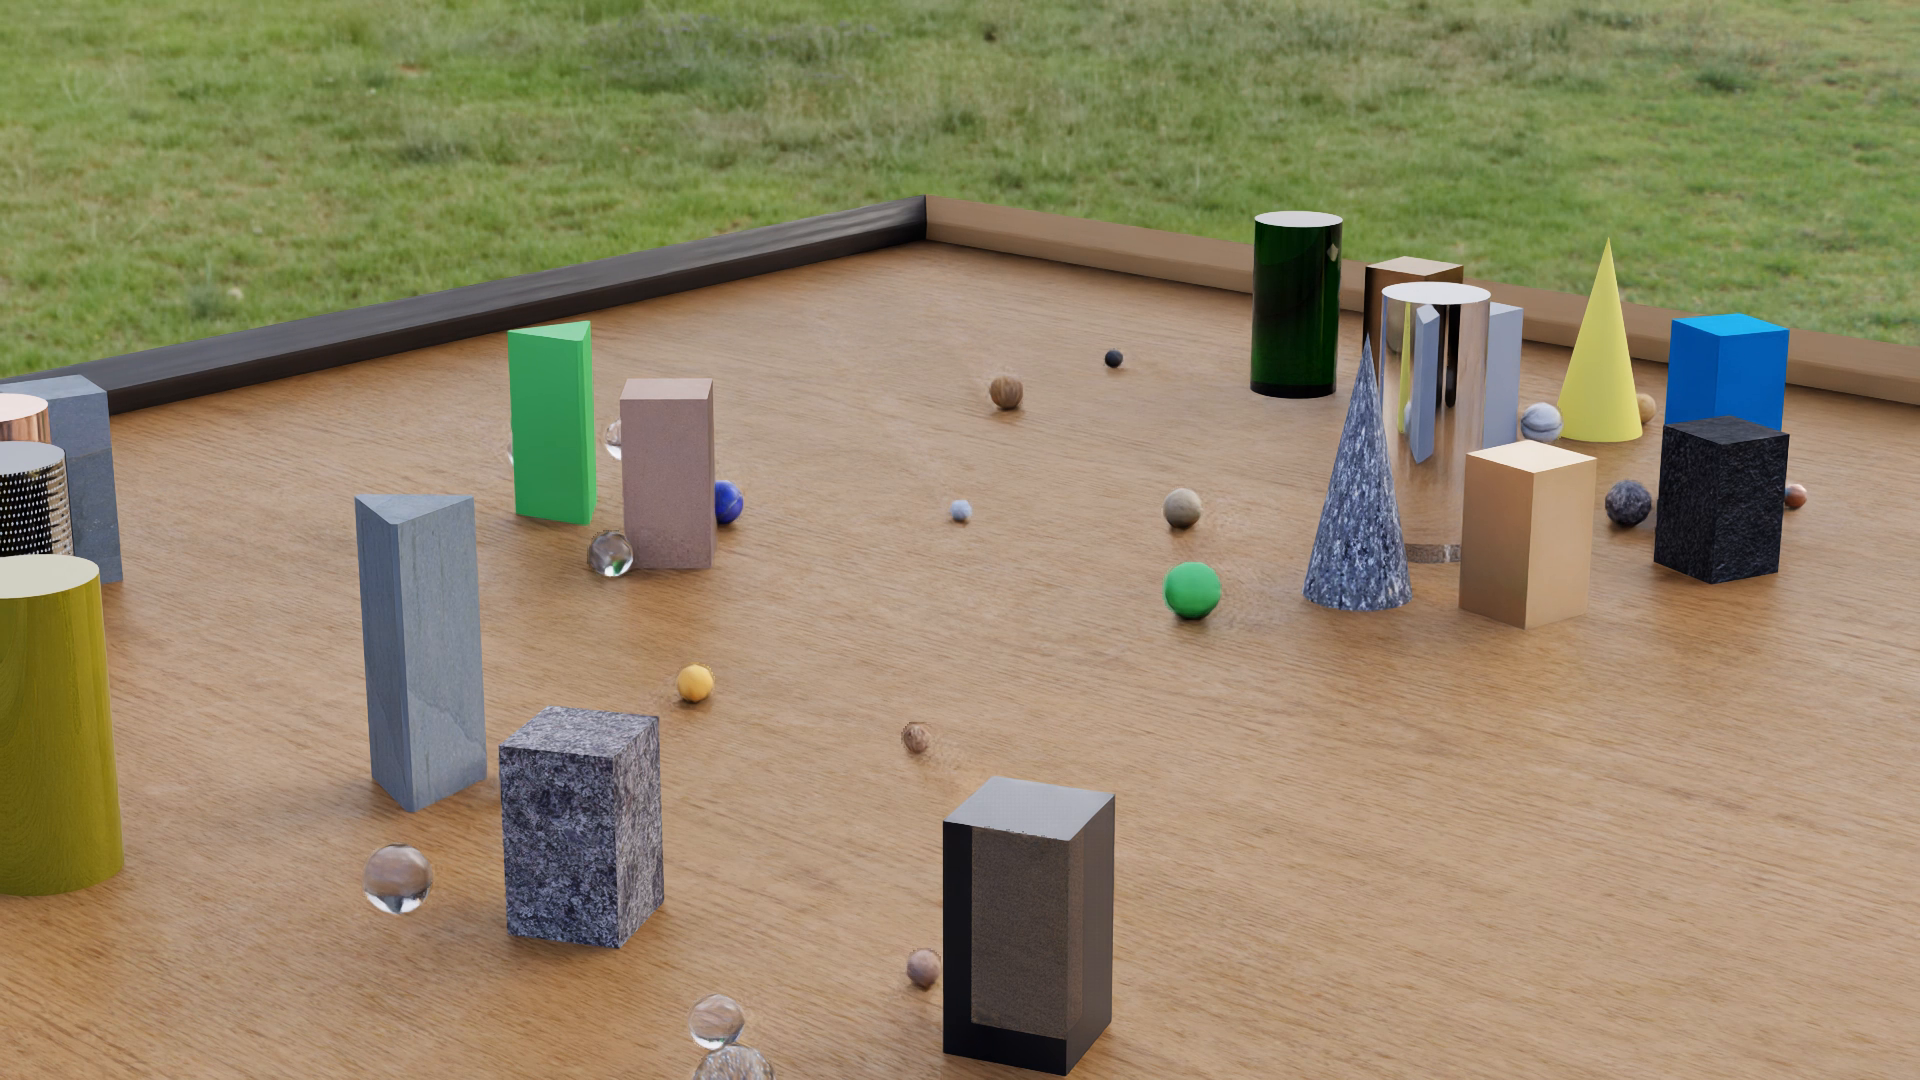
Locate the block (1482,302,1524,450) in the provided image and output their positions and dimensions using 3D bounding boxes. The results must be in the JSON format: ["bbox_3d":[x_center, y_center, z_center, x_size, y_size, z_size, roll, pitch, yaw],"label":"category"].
[{"bbox_3d":[1.047,-0.339,6.066,0.155,0.290,0.155,-14,22,-39],"label":"block"}]

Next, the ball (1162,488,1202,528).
[{"bbox_3d":[0.418,-0.060,5.513,0.075,0.075,0.075,0,17,0],"label":"ball"}]

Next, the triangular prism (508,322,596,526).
[{"bbox_3d":[-0.743,-0.229,5.586,0.167,0.357,0.145,9,19,27],"label":"triangular prism"}]

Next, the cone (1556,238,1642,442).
[{"bbox_3d":[1.348,-0.432,6.154,0.193,0.417,0.193,0,17,0],"label":"cone"}]

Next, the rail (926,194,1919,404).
[{"bbox_3d":[1.555,-0.486,6.835,4.416,0.125,0.045,14,22,39],"label":"rail"}]

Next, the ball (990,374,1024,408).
[{"bbox_3d":[0.102,-0.324,6.388,0.075,0.075,0.075,0,17,0],"label":"ball"}]

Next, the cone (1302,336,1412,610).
[{"bbox_3d":[0.695,-0.130,5.066,0.193,0.469,0.193,0,17,0],"label":"cone"}]

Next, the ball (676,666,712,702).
[{"bbox_3d":[-0.416,0.225,4.601,0.057,0.057,0.057,0,17,0],"label":"ball"}]

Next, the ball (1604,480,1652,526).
[{"bbox_3d":[1.259,-0.069,5.525,0.085,0.085,0.085,0,17,0],"label":"ball"}]

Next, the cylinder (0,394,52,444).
[{"bbox_3d":[-1.506,0.018,4.585,0.193,0.462,0.193,0,17,0],"label":"cylinder"}]

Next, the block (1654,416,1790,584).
[{"bbox_3d":[1.361,-0.074,5.247,0.155,0.256,0.155,-9,19,-26],"label":"block"}]

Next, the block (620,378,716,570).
[{"bbox_3d":[-0.526,-0.121,5.301,0.155,0.314,0.155,0,17,-1],"label":"block"}]

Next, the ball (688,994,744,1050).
[{"bbox_3d":[-0.287,0.567,3.452,0.066,0.066,0.066,0,17,0],"label":"ball"}]

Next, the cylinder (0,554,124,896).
[{"bbox_3d":[-1.232,0.245,3.914,0.193,0.414,0.193,0,17,0],"label":"cylinder"}]

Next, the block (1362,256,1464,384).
[{"bbox_3d":[1.001,-0.467,6.496,0.155,0.286,0.155,15,22,40],"label":"block"}]

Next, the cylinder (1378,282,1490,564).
[{"bbox_3d":[0.854,-0.214,5.327,0.193,0.478,0.193,0,17,0],"label":"cylinder"}]

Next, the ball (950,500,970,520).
[{"bbox_3d":[0.001,-0.057,5.564,0.040,0.040,0.040,0,17,0],"label":"ball"}]

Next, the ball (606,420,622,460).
[{"bbox_3d":[-0.678,-0.204,5.970,0.088,0.088,0.088,0,17,0],"label":"ball"}]

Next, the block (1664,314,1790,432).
[{"bbox_3d":[1.454,-0.233,5.587,0.155,0.364,0.155,-6,18,-20],"label":"block"}]

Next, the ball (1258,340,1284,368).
[{"bbox_3d":[0.716,-0.428,6.753,0.063,0.063,0.063,0,17,0],"label":"ball"}]

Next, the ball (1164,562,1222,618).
[{"bbox_3d":[0.397,0.085,4.997,0.097,0.097,0.097,0,17,0],"label":"ball"}]

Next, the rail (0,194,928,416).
[{"bbox_3d":[-1.649,-0.382,6.491,0.045,0.125,4.792,14,22,39],"label":"rail"}]

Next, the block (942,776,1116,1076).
[{"bbox_3d":[0.081,0.451,3.444,0.155,0.293,0.155,7,18,22],"label":"block"}]

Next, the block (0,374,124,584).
[{"bbox_3d":[-1.593,-0.100,5.179,0.155,0.345,0.155,-11,20,-31],"label":"block"}]

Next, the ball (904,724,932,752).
[{"bbox_3d":[-0.062,0.296,4.387,0.044,0.044,0.044,0,17,0],"label":"ball"}]

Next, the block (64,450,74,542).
[{"bbox_3d":[-1.608,0.000,4.946,0.155,0.288,0.155,5,17,16],"label":"block"}]

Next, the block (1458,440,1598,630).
[{"bbox_3d":[0.968,-0.011,5.006,0.155,0.275,0.155,-12,21,-35],"label":"block"}]

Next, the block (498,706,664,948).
[{"bbox_3d":[-0.485,0.368,3.779,0.155,0.259,0.155,5,17,15],"label":"block"}]

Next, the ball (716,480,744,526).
[{"bbox_3d":[-0.451,-0.071,5.532,0.086,0.086,0.086,0,17,0],"label":"ball"}]

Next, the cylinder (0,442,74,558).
[{"bbox_3d":[-1.392,0.104,4.295,0.193,0.464,0.193,0,17,0],"label":"cylinder"}]

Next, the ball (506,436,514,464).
[{"bbox_3d":[-0.865,-0.183,5.895,0.091,0.091,0.091,0,17,0],"label":"ball"}]

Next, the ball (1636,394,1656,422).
[{"bbox_3d":[1.457,-0.282,6.270,0.064,0.064,0.064,0,17,0],"label":"ball"}]

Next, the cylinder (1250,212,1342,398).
[{"bbox_3d":[0.746,-0.524,6.516,0.193,0.384,0.193,0,17,0],"label":"cylinder"}]

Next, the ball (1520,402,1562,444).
[{"bbox_3d":[1.209,-0.242,6.097,0.087,0.087,0.087,0,17,0],"label":"ball"}]

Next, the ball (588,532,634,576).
[{"bbox_3d":[-0.621,0.026,5.221,0.079,0.079,0.079,0,17,0],"label":"ball"}]

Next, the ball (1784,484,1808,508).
[{"bbox_3d":[1.606,-0.084,5.643,0.048,0.048,0.048,0,17,0],"label":"ball"}]

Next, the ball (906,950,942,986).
[{"bbox_3d":[-0.045,0.528,3.620,0.043,0.043,0.043,0,17,0],"label":"ball"}]

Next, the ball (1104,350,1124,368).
[{"bbox_3d":[0.355,-0.418,6.756,0.043,0.043,0.043,0,17,0],"label":"ball"}]

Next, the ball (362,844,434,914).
[{"bbox_3d":[-0.733,0.442,3.824,0.091,0.091,0.091,0,17,0],"label":"ball"}]

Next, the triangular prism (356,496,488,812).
[{"bbox_3d":[-0.798,0.151,4.204,0.145,0.427,0.167,10,19,30],"label":"triangular prism"}]

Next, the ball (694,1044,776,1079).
[{"bbox_3d":[-0.251,0.609,3.266,0.094,0.094,0.094,0,17,0],"label":"ball"}]
